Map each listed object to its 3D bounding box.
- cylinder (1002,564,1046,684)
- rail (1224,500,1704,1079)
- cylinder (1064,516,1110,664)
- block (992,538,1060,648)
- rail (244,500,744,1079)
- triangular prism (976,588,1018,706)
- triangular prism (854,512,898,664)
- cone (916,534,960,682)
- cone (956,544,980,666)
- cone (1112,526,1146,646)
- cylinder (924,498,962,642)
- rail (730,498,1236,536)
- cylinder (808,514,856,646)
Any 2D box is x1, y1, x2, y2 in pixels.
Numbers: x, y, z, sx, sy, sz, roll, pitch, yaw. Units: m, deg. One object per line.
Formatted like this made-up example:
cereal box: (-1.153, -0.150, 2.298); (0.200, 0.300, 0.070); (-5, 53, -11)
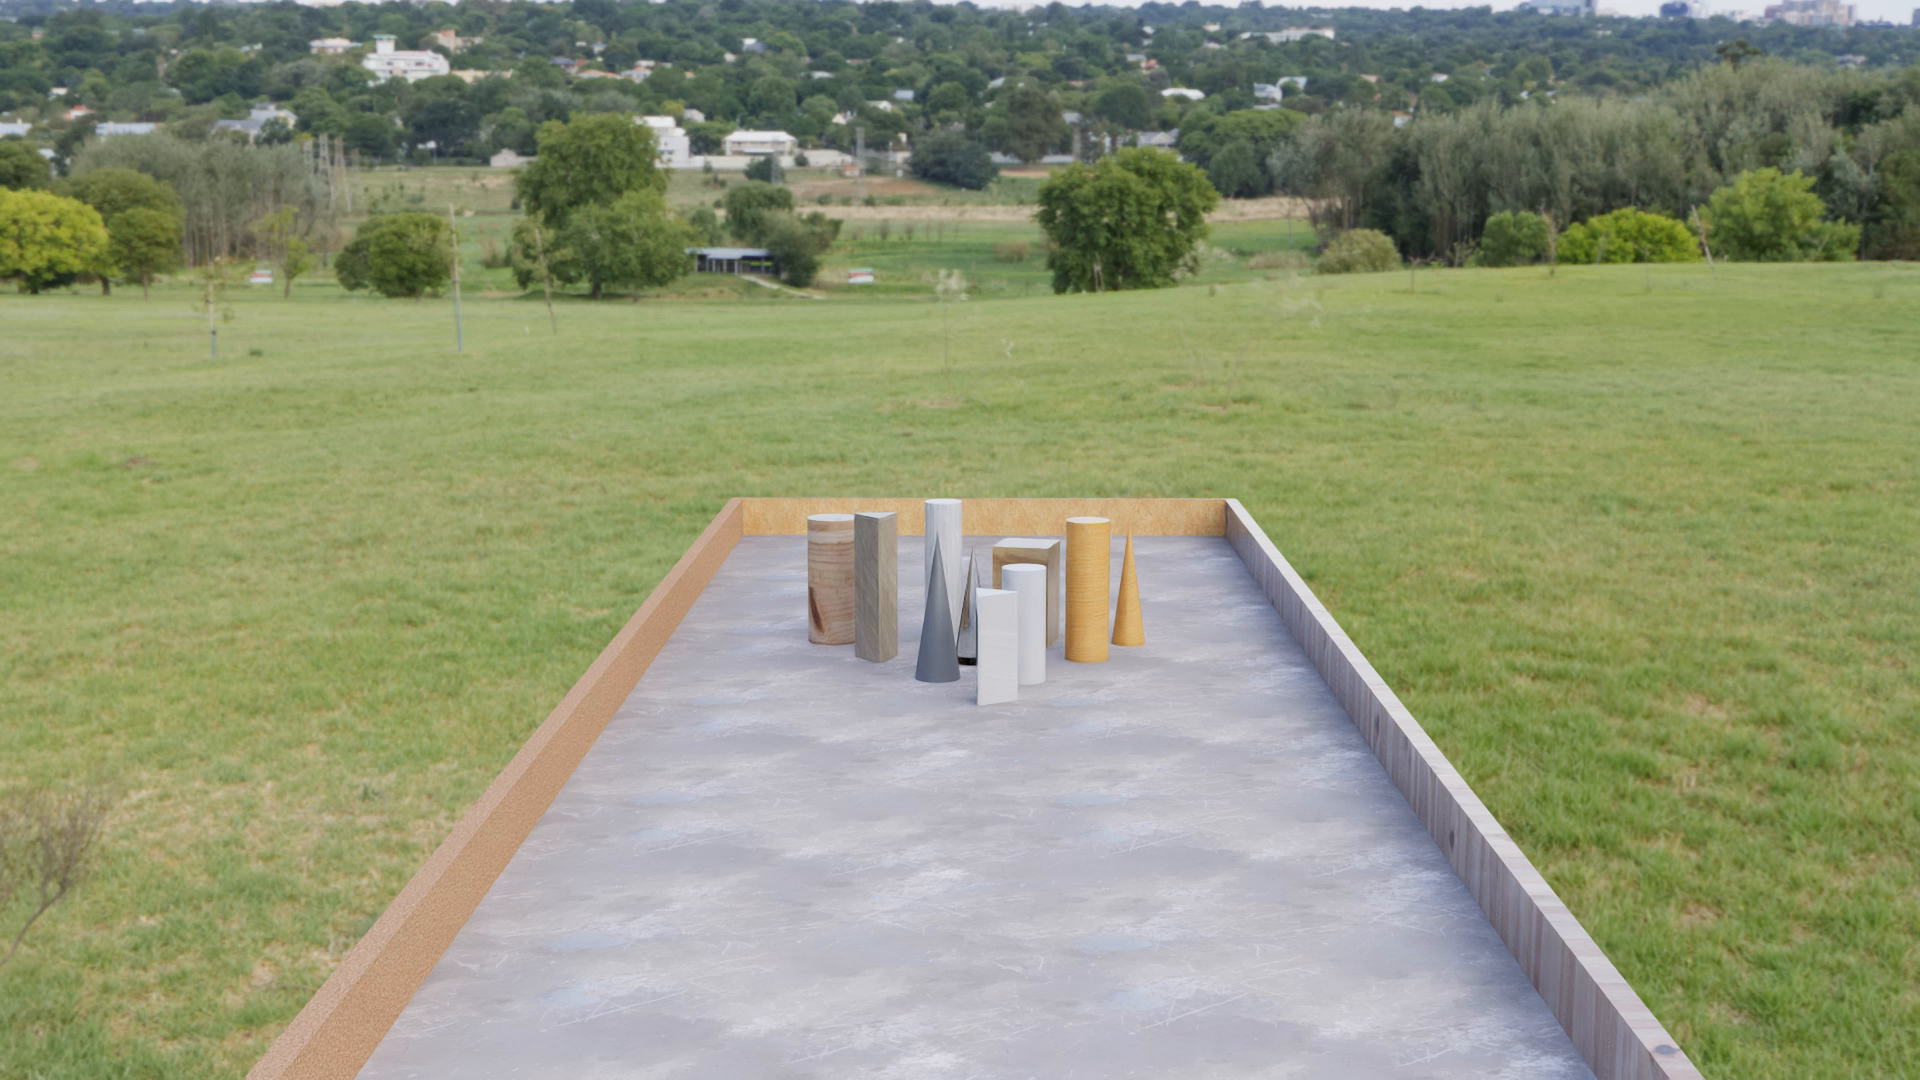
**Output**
cylinder: (0.186, 0.244, 6.401); (0.129, 0.334, 0.129); (0, 9, 0)
rail: (1.046, 0.843, 3.208); (0.050, 0.150, 12.000); (0, 9, 1)
cylinder: (0.388, 0.151, 6.690); (0.134, 0.428, 0.134); (0, 9, 0)
block: (0.210, 0.166, 6.958); (0.177, 0.315, 0.177); (2, 9, 15)
rail: (-1.004, 0.839, 3.234); (0.050, 0.150, 12.000); (0, 9, 1)
triangular prism: (0.078, 0.295, 6.167); (0.129, 0.308, 0.112); (-6, 11, -32)
triangular prism: (-0.237, 0.141, 6.701); (0.111, 0.444, 0.129); (-7, 11, -38)
cone: (-0.065, 0.189, 6.422); (0.135, 0.437, 0.135); (0, 9, 0)
cone: (0.040, 0.188, 6.654); (0.119, 0.366, 0.119); (0, 9, 0)
cone: (0.532, 0.133, 6.922); (0.108, 0.391, 0.108); (0, 9, 0)
cylinder: (-0.052, 0.102, 6.919); (0.118, 0.452, 0.118); (0, 9, 0)
rail: (0.099, -0.098, 9.147); (2.100, 0.150, 0.050); (0, 9, 1)
cylinder: (-0.401, 0.124, 6.965); (0.163, 0.395, 0.163); (0, 9, 0)
